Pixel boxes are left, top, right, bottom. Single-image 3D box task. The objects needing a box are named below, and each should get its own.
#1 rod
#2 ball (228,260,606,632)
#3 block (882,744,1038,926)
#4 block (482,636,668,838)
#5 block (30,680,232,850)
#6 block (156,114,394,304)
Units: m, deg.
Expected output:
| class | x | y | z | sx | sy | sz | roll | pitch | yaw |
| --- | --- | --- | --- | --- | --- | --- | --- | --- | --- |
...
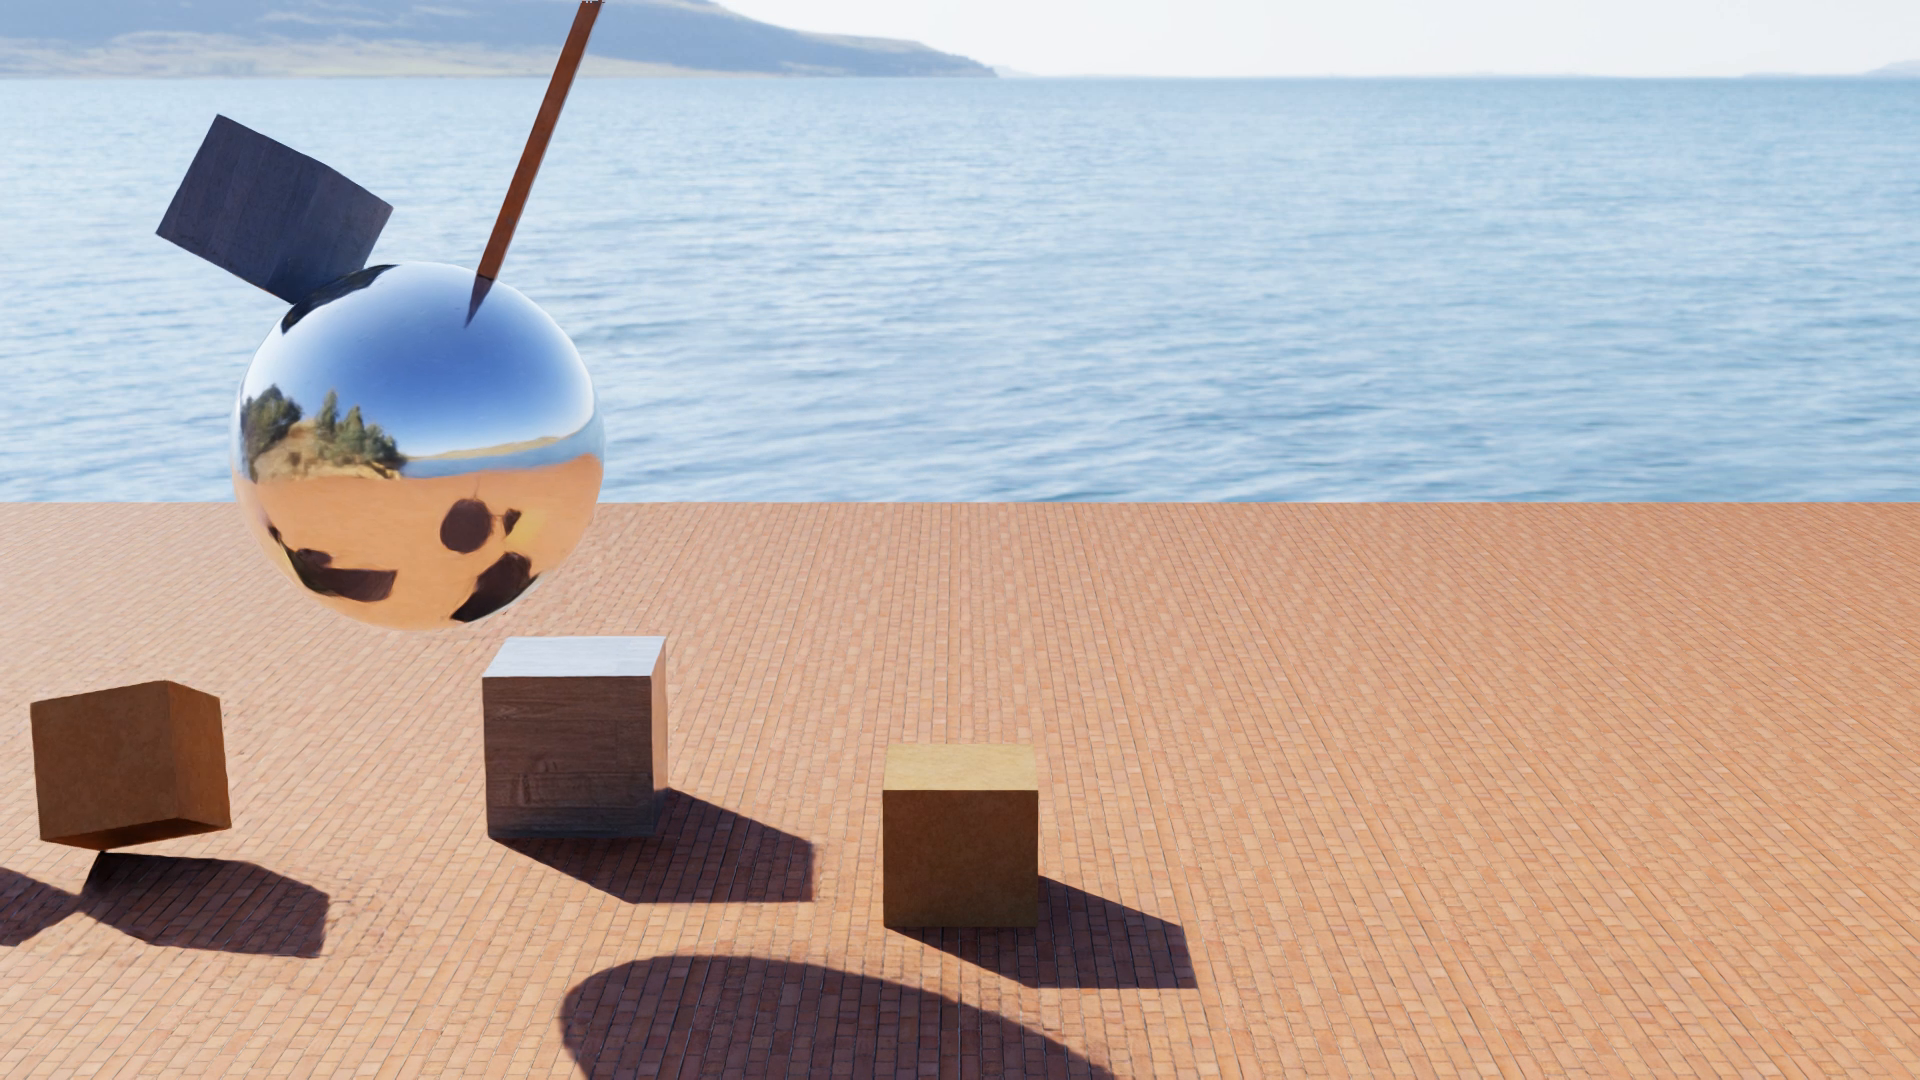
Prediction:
| class | x | y | z | sx | sy | sz | roll | pitch | yaw |
| --- | --- | --- | --- | --- | --- | --- | --- | --- | --- |
| rod | -1.013 | -3.485 | 10.547 | 0.080 | 5.200 | 0.080 | 23 | 10 | -4 |
| ball | -2.338 | -0.404 | 11.107 | 1.600 | 1.600 | 1.600 | 0 | 10 | 0 |
| block | 0.003 | 1.256 | 11.007 | 0.645 | 0.590 | 0.738 | 0 | 10 | 0 |
| block | -1.826 | 0.930 | 12.299 | 0.775 | 0.770 | 0.845 | 0 | 10 | -2 |
| block | -3.706 | 1.016 | 11.489 | 0.629 | 0.611 | 0.600 | -10 | -12 | 4 |
| block | -3.016 | -1.409 | 11.317 | 0.635 | 0.593 | 0.567 | 26 | -3 | 20 |
